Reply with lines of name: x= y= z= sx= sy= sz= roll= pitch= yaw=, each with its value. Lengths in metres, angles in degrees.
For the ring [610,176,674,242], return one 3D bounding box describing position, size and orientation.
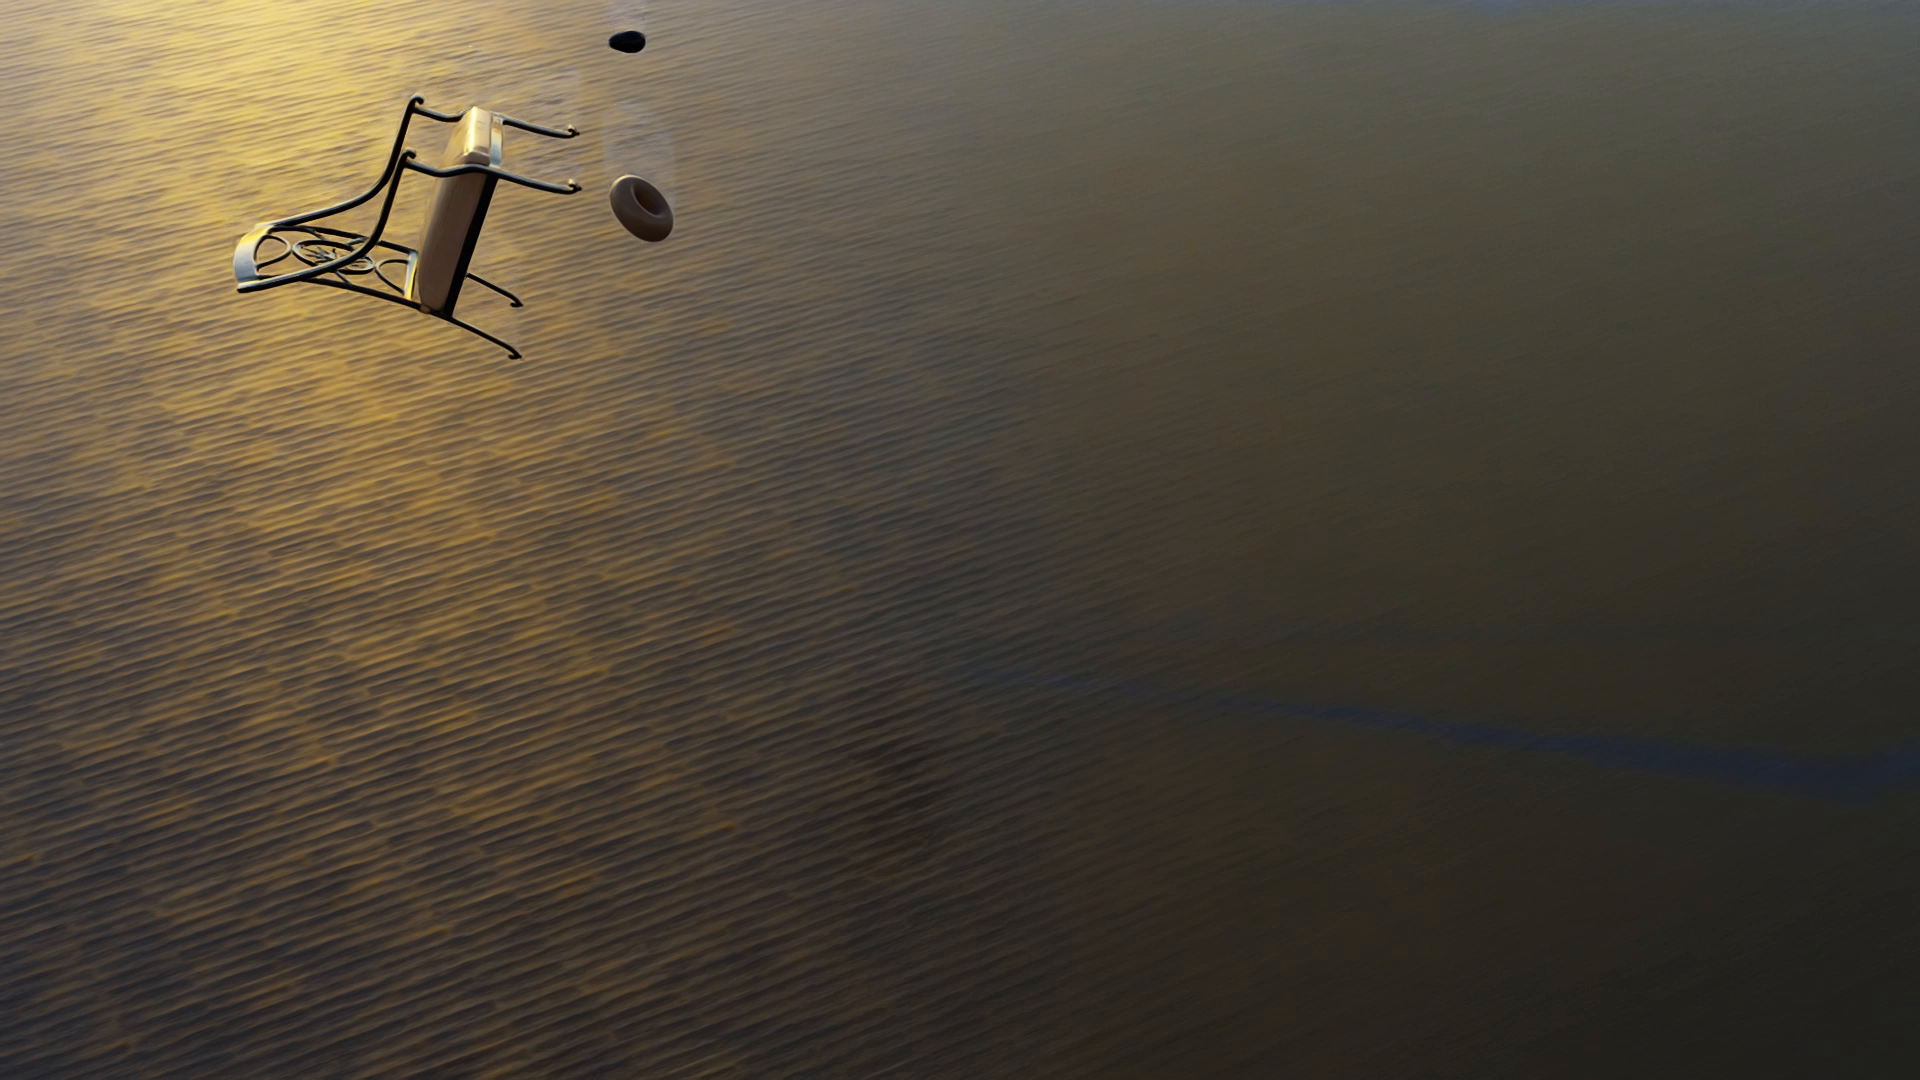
ring: x=-0.828 y=-0.862 z=7.624 sx=0.199 sy=0.082 sz=0.140 roll=50 pitch=41 yaw=5
